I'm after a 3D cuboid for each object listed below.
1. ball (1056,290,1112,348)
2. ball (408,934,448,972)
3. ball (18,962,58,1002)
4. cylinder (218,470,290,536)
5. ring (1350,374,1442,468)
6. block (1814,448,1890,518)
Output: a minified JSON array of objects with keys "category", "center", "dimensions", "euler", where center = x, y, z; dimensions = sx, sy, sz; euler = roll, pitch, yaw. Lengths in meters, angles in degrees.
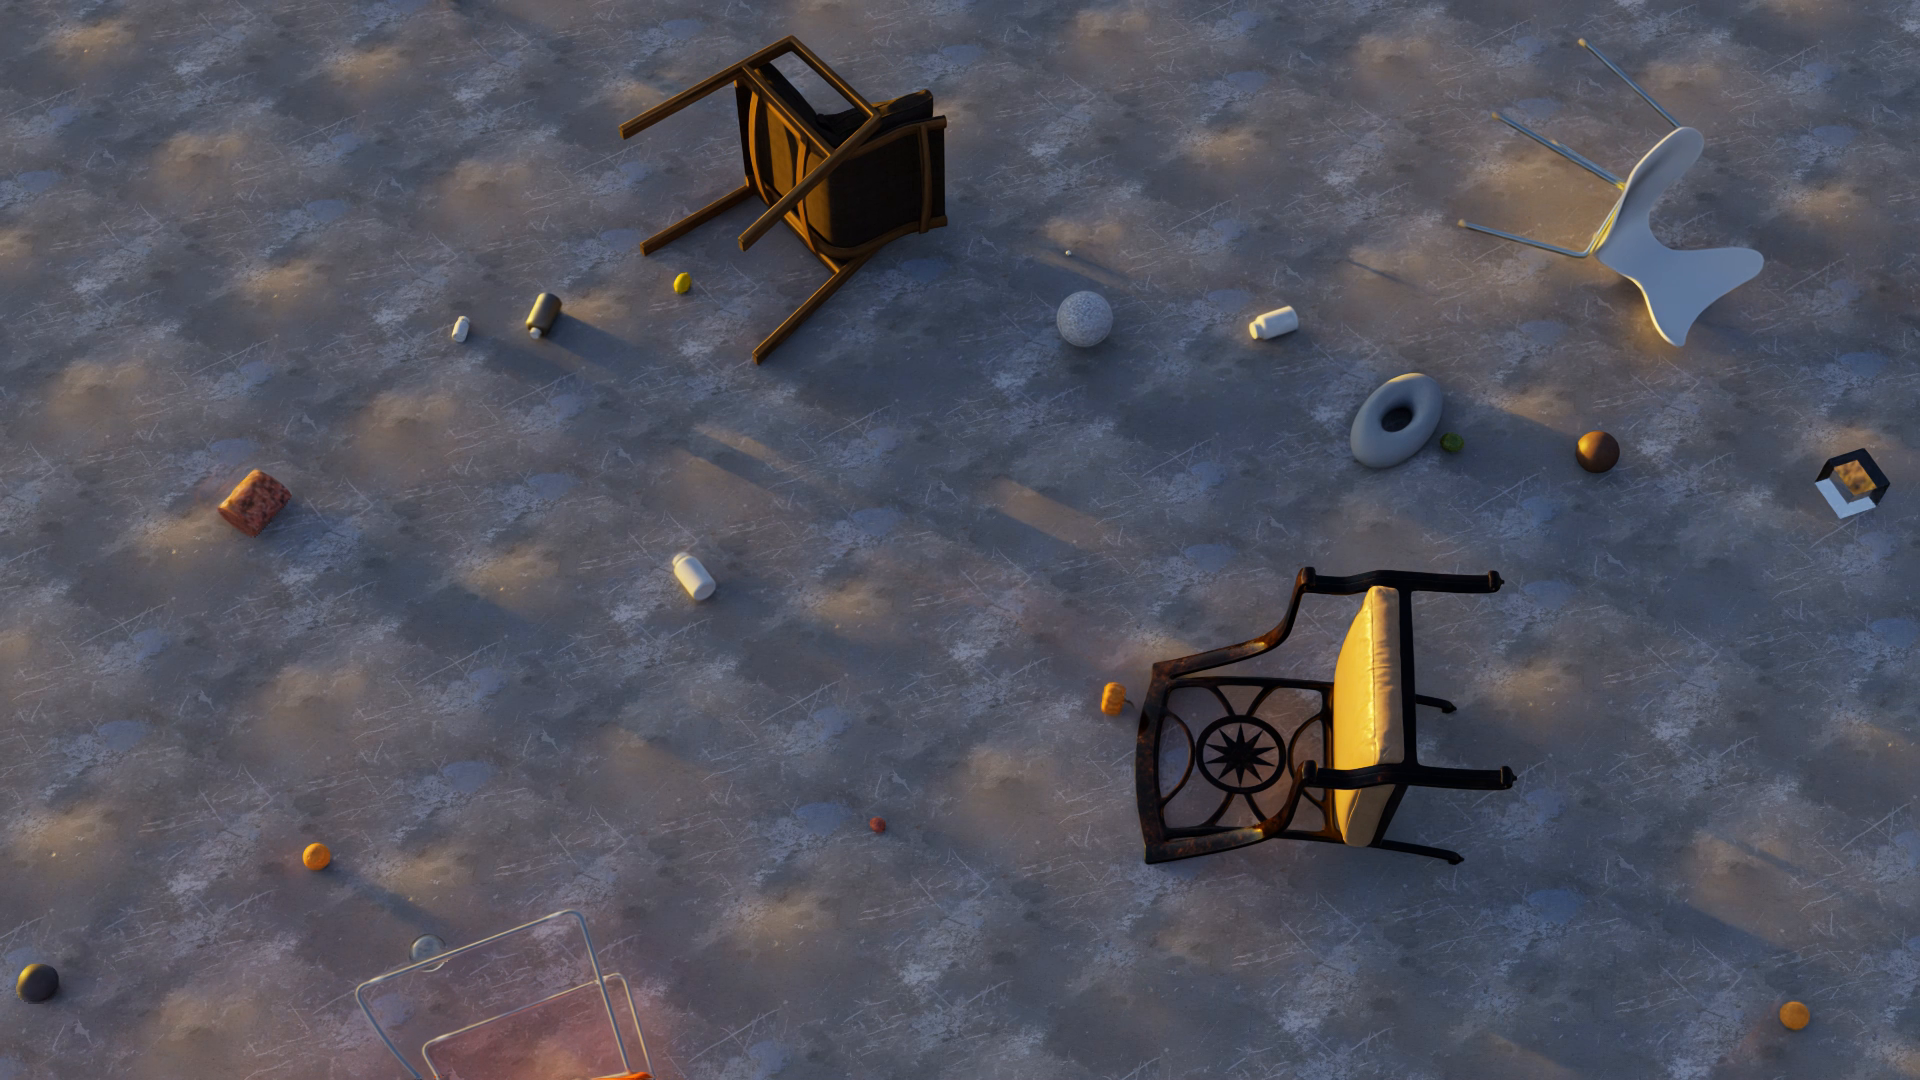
[{"category":"ball","center":[0.394,-0.697,6.935],"dimensions":[0.177,0.177,0.177],"euler":[0,56,0]},{"category":"ball","center":[-1.400,1.086,5.785],"dimensions":[0.099,0.099,0.099],"euler":[0,56,0]},{"category":"ball","center":[-2.406,1.155,5.739],"dimensions":[0.100,0.100,0.100],"euler":[0,56,0]},{"category":"cylinder","center":[-2.117,-0.114,6.595],"dimensions":[0.138,0.088,0.163],"euler":[31,61,4]},{"category":"ring","center":[1.343,-0.368,6.759],"dimensions":[0.226,0.105,0.399],"euler":[34,62,19]},{"category":"block","center":[2.684,-0.171,6.615],"dimensions":[0.128,0.122,0.141],"euler":[-17,58,-11]}]
